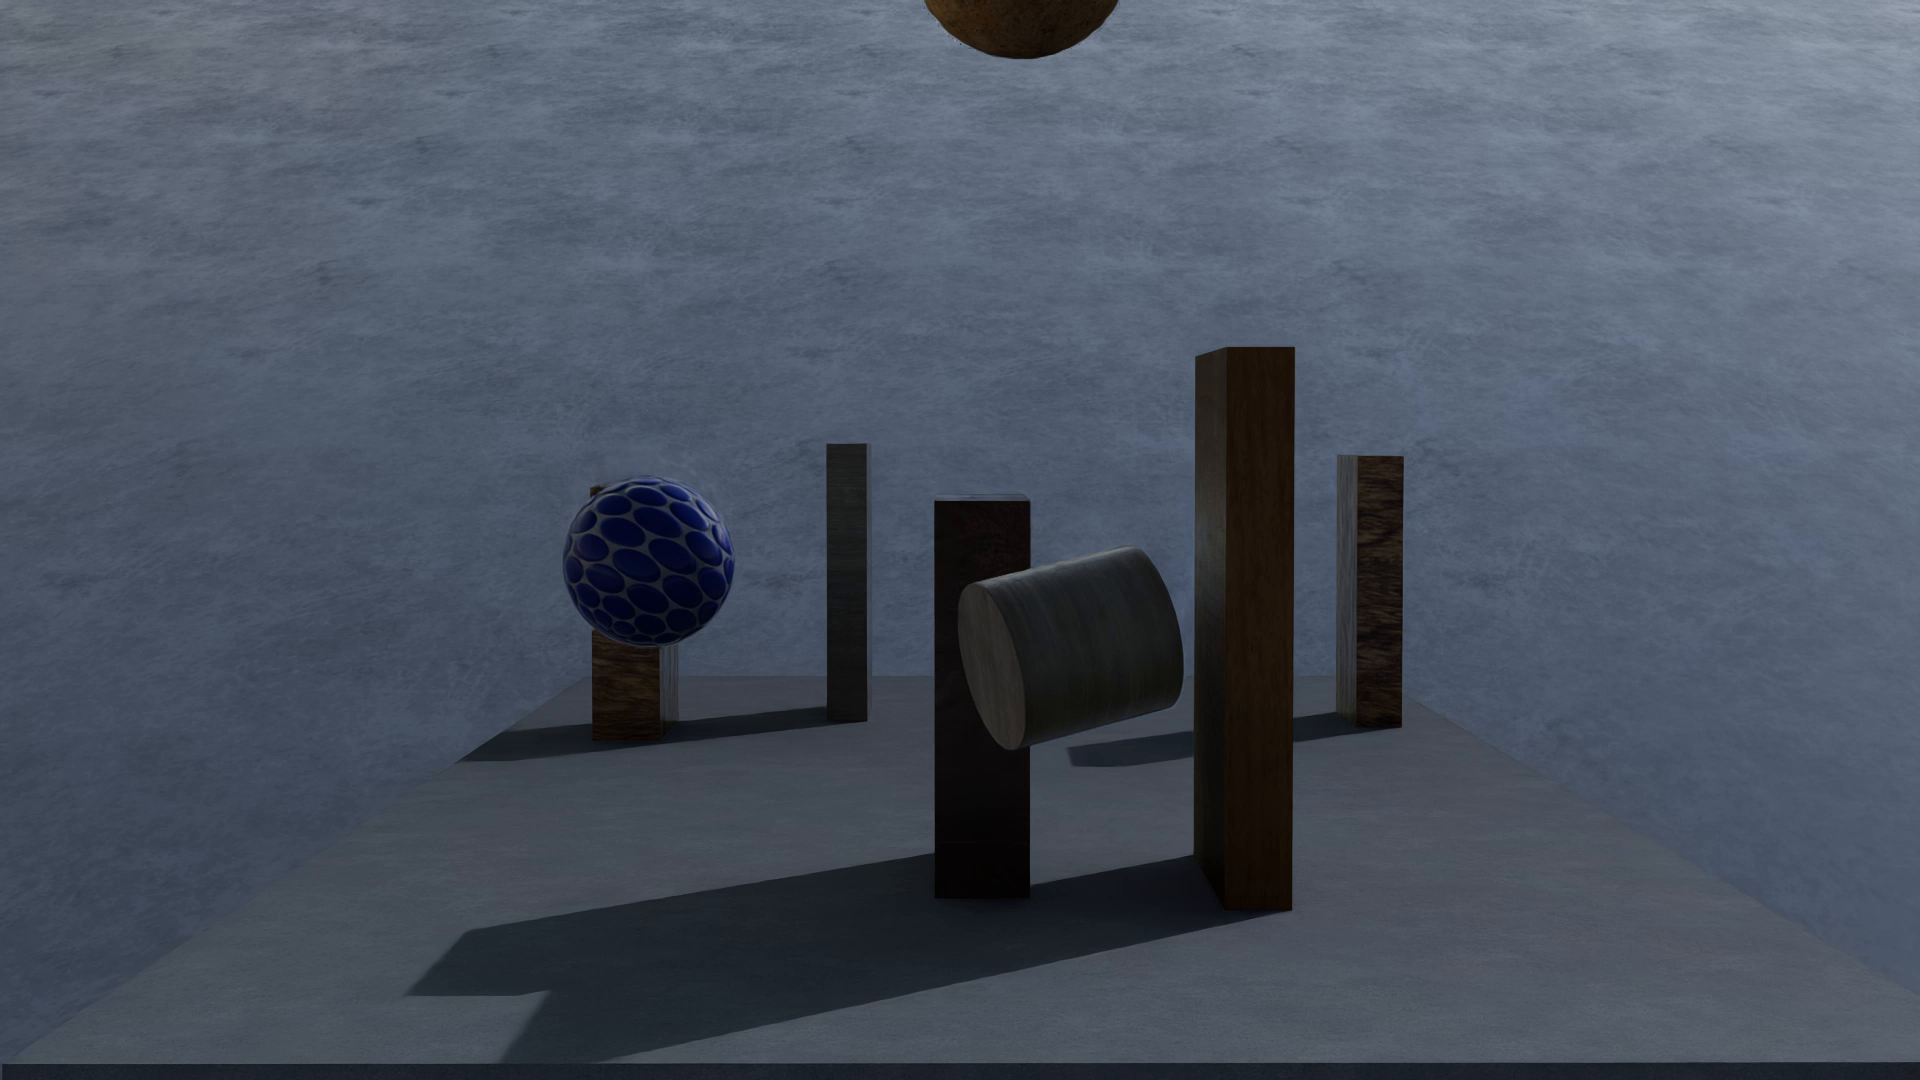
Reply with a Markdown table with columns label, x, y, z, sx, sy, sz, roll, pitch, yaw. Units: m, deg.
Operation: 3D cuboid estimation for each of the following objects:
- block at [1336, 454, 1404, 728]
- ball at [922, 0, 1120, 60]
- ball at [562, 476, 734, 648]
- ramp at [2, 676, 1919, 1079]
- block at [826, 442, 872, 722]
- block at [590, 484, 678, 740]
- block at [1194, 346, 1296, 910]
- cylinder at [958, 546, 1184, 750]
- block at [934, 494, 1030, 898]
| label | x | y | z | sx | sy | sz | roll | pitch | yaw |
| --- | --- | --- | --- | --- | --- | --- | --- | --- | --- |
| block | 0.879 | 0.103 | 5.536 | 0.096 | 0.569 | 0.292 | 0 | 2 | 0 |
| ball | 0.051 | -0.497 | 2.147 | 0.189 | 0.189 | 0.189 | 0 | 23 | 0 |
| ball | -0.318 | 0.022 | 2.635 | 0.175 | 0.175 | 0.175 | 0 | 23 | 0 |
| ramp | 0.053 | 0.480 | 4.538 | 2.000 | 0.100 | 4.000 | 0 | 2 | 0 |
| block | -0.242 | 0.085 | 5.665 | 0.086 | 0.595 | 0.325 | 0 | 2 | 0 |
| block | -0.672 | 0.141 | 5.344 | 0.136 | 0.510 | 0.353 | 0 | 2 | 0 |
| block | 0.387 | 0.107 | 3.547 | 0.088 | 0.730 | 0.436 | 0 | 2 | 0 |
| cylinder | 0.104 | 0.101 | 2.448 | 0.162 | 0.162 | 0.162 | -14 | 26 | -19 |
| block | 0.029 | 0.205 | 3.606 | 0.127 | 0.530 | 0.373 | 0 | 2 | 0 |
